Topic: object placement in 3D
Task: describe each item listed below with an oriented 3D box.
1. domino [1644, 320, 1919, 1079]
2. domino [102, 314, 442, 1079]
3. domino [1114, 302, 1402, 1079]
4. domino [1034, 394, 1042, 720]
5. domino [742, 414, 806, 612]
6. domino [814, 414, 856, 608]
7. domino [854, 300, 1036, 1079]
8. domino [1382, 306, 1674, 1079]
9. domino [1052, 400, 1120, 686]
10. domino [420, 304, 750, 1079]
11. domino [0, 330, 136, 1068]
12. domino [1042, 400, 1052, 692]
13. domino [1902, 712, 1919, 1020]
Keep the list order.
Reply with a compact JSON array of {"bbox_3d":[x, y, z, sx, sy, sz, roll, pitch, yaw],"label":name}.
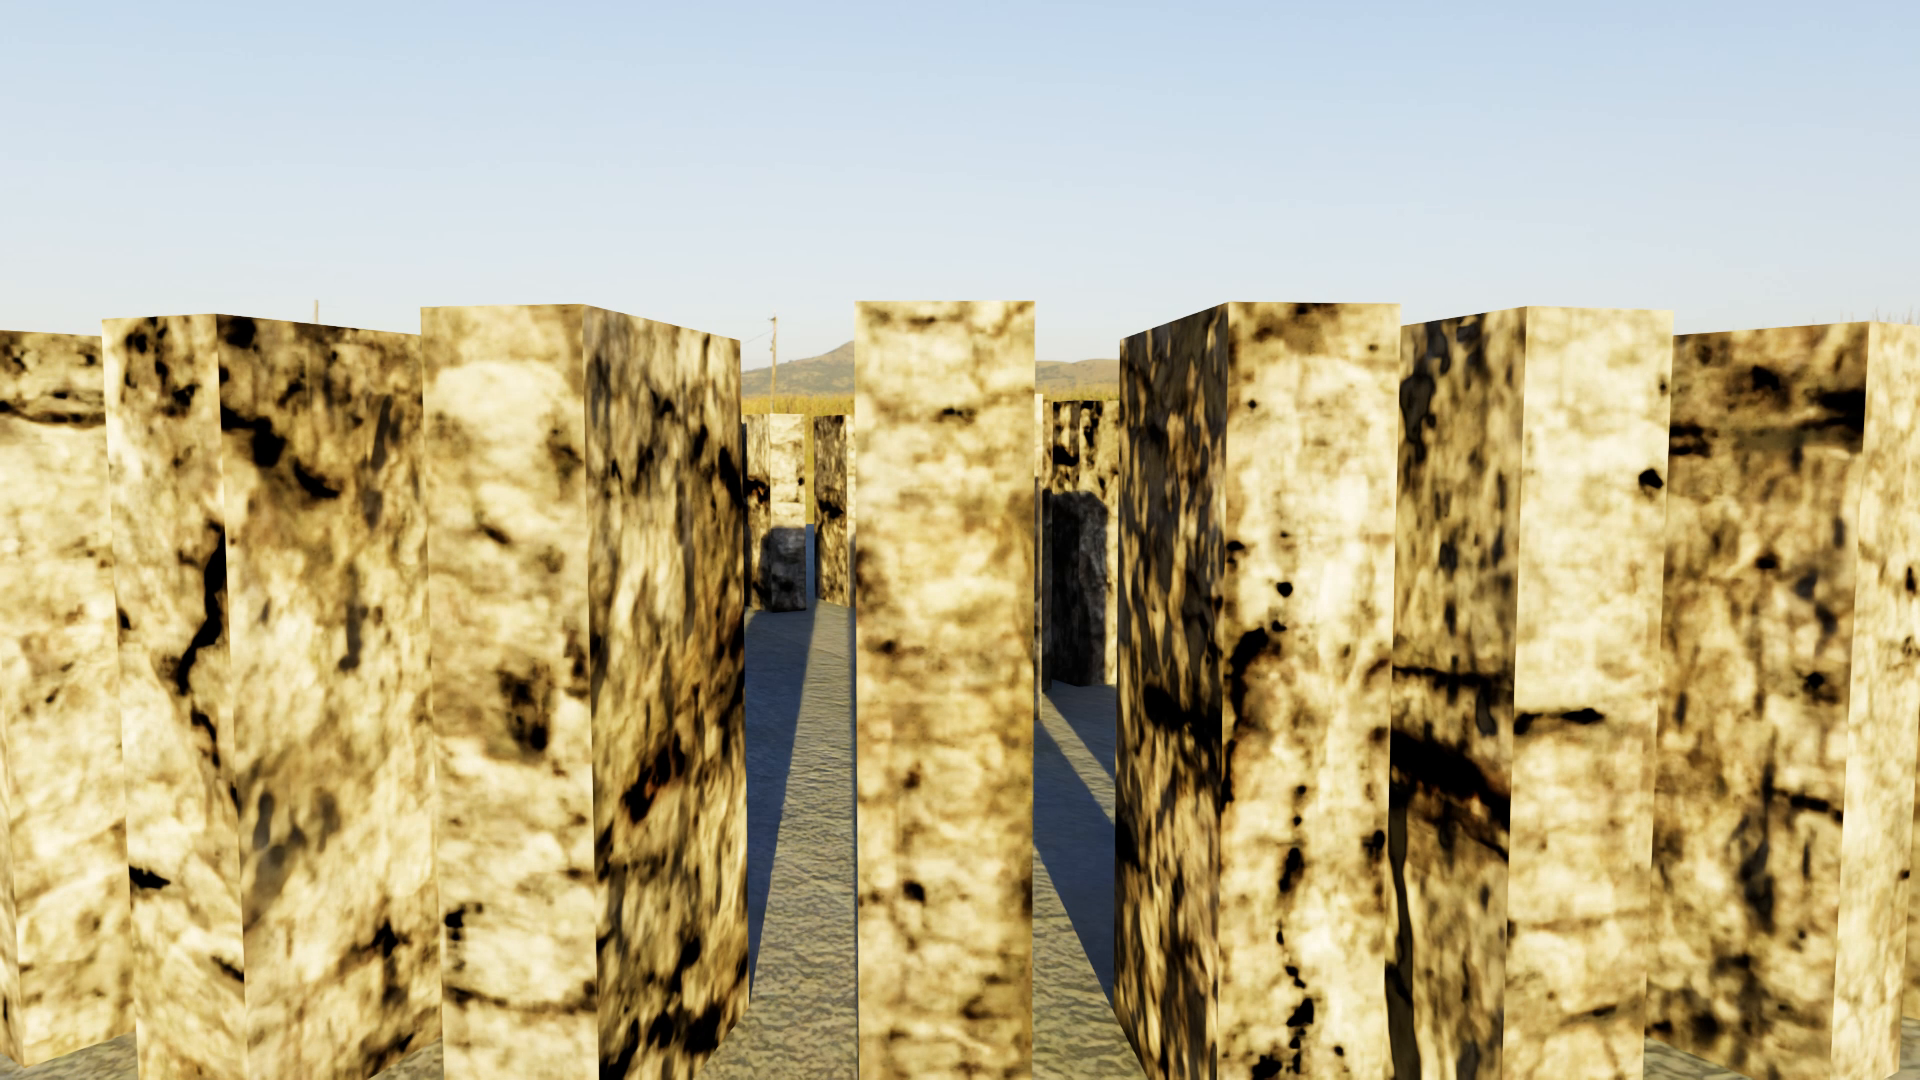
[{"bbox_3d":[0.053,0.011,0.093,0.010,0.050,0.025,-3,5,-31],"label":"domino"},{"bbox_3d":[-0.043,0.011,0.089,0.010,0.050,0.025,2,5,21],"label":"domino"},{"bbox_3d":[0.018,0.011,0.083,0.009,0.050,0.025,0,4,-6],"label":"domino"},{"bbox_3d":[0.000,0.002,0.201,0.025,0.050,0.010,0,4,0],"label":"domino"},{"bbox_3d":[-0.050,-0.008,0.334,0.009,0.050,0.025,-3,5,-32],"label":"domino"},{"bbox_3d":[-0.030,-0.008,0.345,0.010,0.050,0.025,-2,5,-26],"label":"domino"},{"bbox_3d":[-0.001,0.011,0.082,0.009,0.050,0.025,0,4,1],"label":"domino"},{"bbox_3d":[0.033,0.011,0.085,0.009,0.050,0.025,-1,4,-13],"label":"domino"},{"bbox_3d":[0.019,0.000,0.236,0.010,0.050,0.025,-2,5,-27],"label":"domino"},{"bbox_3d":[-0.023,0.011,0.084,0.010,0.050,0.025,1,4,10],"label":"domino"},{"bbox_3d":[-0.061,0.010,0.099,0.009,0.050,0.025,3,5,35],"label":"domino"},{"bbox_3d":[0.003,0.001,0.223,0.025,0.050,0.009,2,5,27],"label":"domino"},{"bbox_3d":[0.067,0.010,0.104,0.010,0.050,0.025,-4,6,-42],"label":"domino"}]
